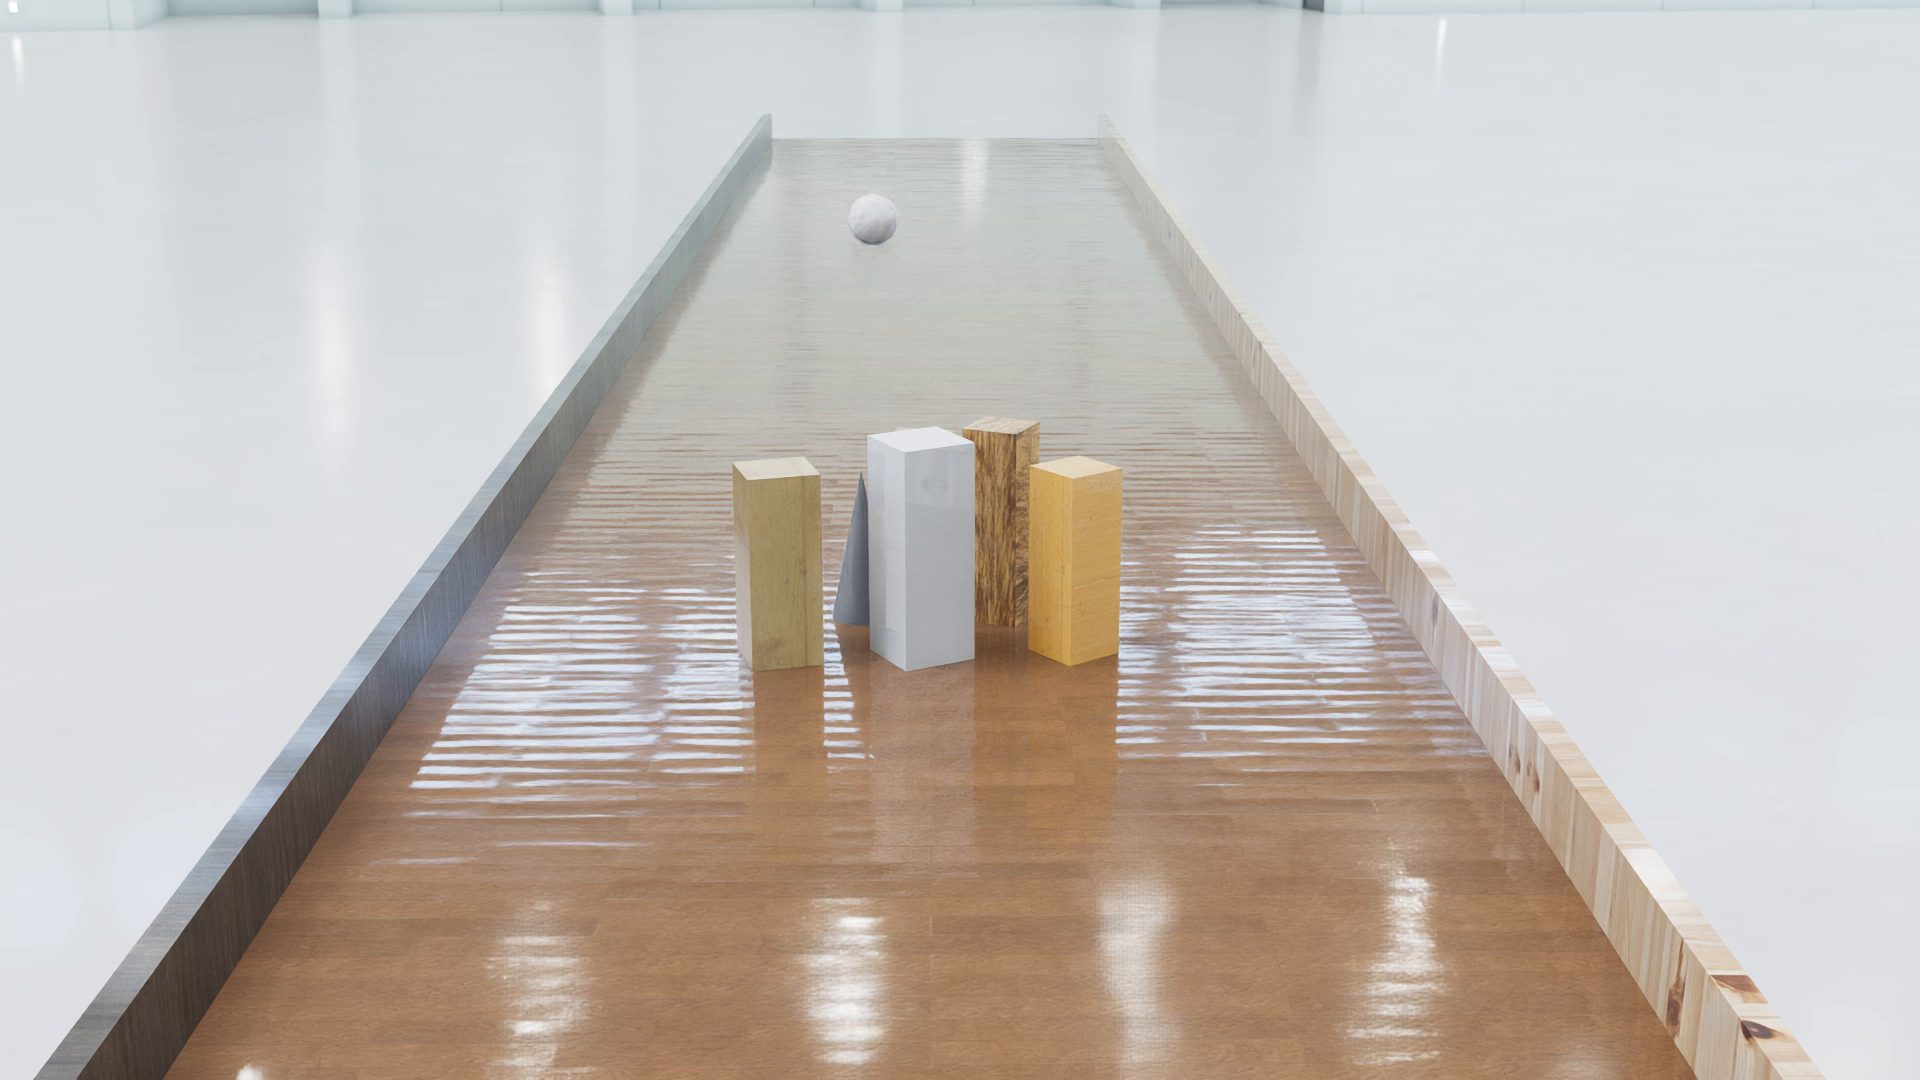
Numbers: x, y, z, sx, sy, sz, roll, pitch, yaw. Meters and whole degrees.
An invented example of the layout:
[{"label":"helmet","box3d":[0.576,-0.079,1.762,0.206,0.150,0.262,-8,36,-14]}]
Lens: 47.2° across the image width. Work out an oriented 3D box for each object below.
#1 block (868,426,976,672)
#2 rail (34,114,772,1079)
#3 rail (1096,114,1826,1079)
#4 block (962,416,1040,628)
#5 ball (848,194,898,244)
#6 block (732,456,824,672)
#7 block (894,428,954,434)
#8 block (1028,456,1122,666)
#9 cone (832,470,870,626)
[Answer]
[{"label":"block","box3d":[-0.077,0.016,4.389,0.156,0.447,0.156,-9,19,-28]},{"label":"rail","box3d":[-1.118,-0.838,7.780,0.050,0.150,12.000,0,17,-1]},{"label":"rail","box3d":[0.932,-0.844,7.801,0.050,0.150,12.000,0,17,-1]},{"label":"block","box3d":[0.086,-0.039,4.628,0.121,0.417,0.121,8,18,24]},{"label":"ball","box3d":[-0.376,-1.385,9.502,0.218,0.218,0.218,0,17,0]},{"label":"block","box3d":[-0.362,0.047,4.382,0.145,0.392,0.145,-5,17,-16]},{"label":"block","box3d":[-0.090,-0.075,4.910,0.130,0.324,0.130,4,17,12]},{"label":"block","box3d":[0.230,0.040,4.414,0.130,0.386,0.130,-13,21,-36]},{"label":"cone","box3d":[-0.206,0.007,4.636,0.130,0.323,0.130,0,17,0]}]
